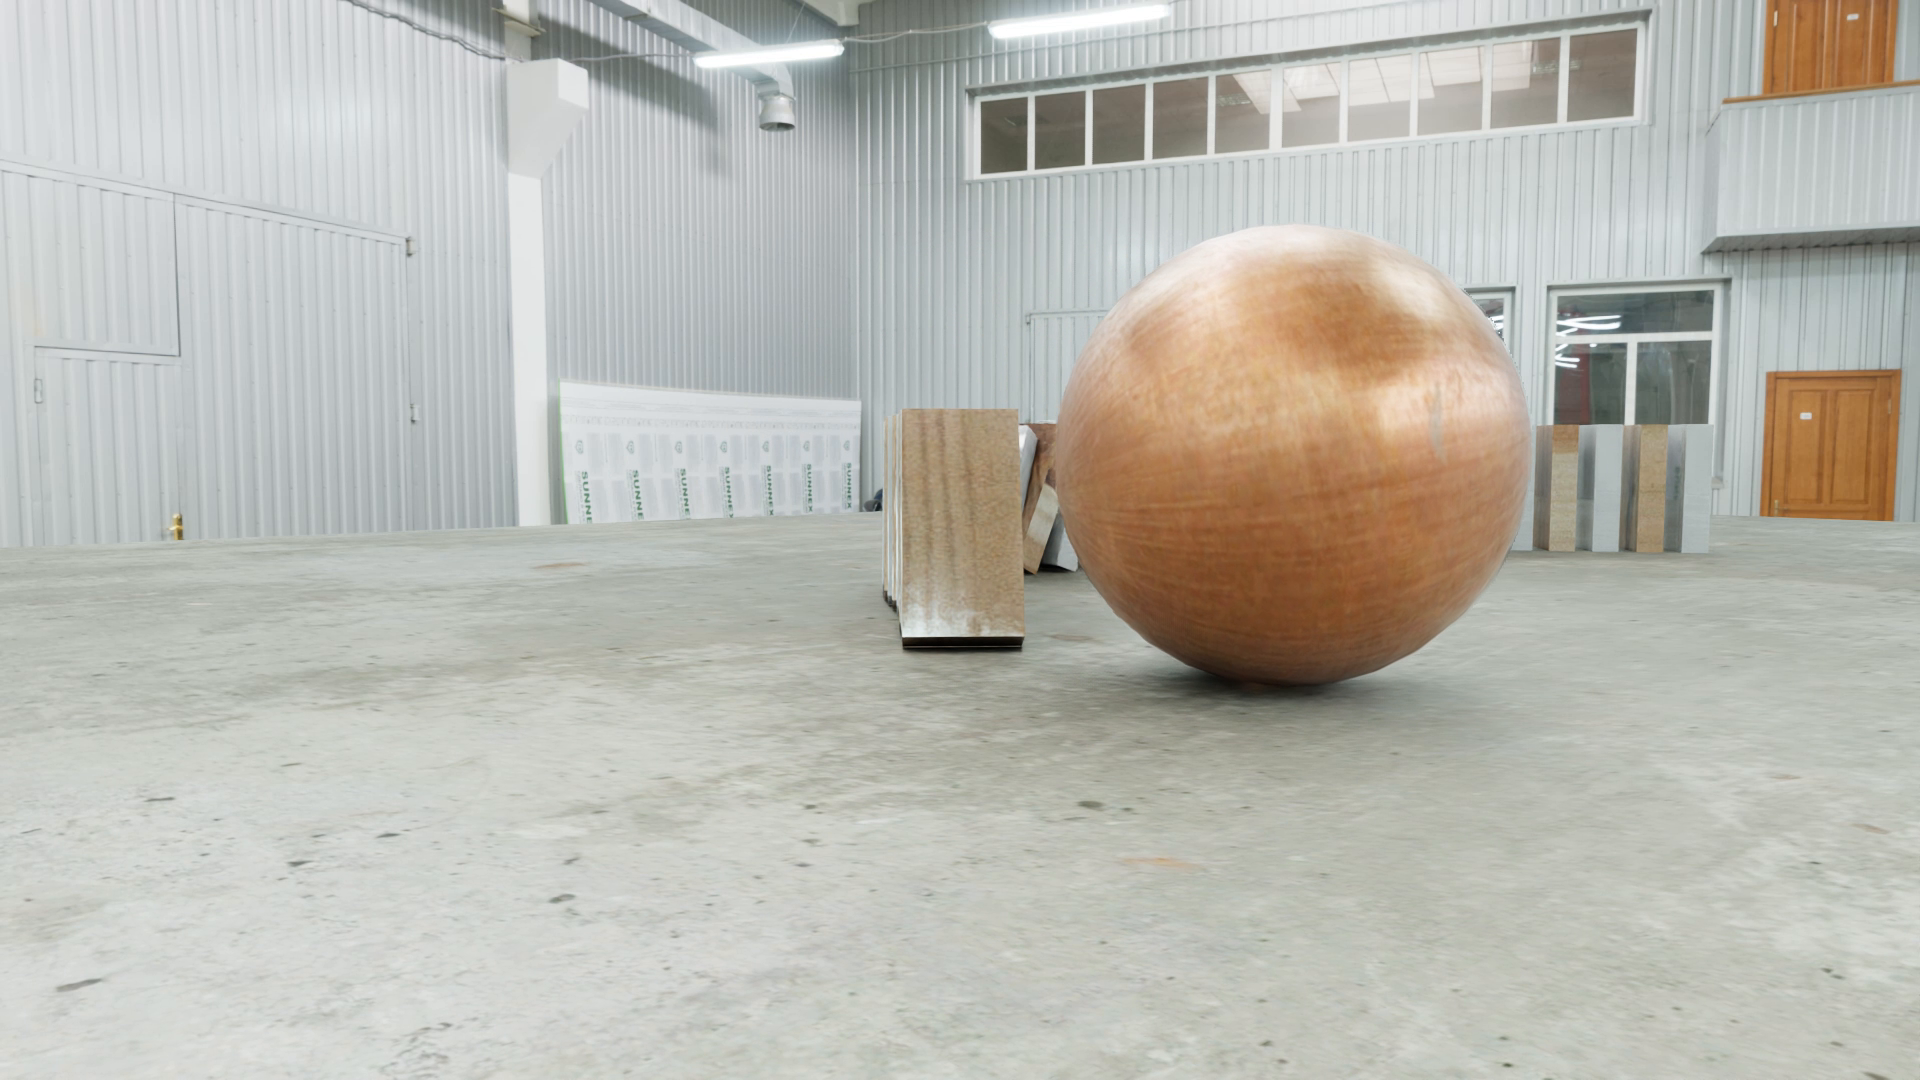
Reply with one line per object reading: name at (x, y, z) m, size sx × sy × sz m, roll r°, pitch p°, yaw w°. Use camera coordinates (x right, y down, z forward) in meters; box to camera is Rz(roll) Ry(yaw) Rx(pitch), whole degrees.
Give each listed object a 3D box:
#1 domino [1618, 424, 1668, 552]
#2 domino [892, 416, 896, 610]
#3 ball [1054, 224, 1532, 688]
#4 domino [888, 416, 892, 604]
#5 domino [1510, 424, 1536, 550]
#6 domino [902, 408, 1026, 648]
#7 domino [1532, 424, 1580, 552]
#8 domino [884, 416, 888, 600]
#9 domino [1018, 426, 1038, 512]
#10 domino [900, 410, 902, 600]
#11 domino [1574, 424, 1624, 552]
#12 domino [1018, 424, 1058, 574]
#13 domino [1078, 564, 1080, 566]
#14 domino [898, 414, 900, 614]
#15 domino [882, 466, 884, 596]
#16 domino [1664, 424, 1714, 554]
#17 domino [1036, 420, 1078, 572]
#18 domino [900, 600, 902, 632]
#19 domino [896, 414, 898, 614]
domino at (0.273, -0.021, 0.513) m, size 0.009 × 0.050 × 0.025 m, roll 1°, pitch 4°, yaw 11°
domino at (-0.005, -0.007, 0.333) m, size 0.025 × 0.050 × 0.009 m, roll 0°, pitch -17°, yaw -2°
ball at (0.056, -0.014, 0.225) m, size 0.080 × 0.080 × 0.080 m, roll 0°, pitch 4°, yaw 0°
domino at (-0.007, -0.008, 0.343) m, size 0.025 × 0.050 × 0.010 m, roll 0°, pitch -17°, yaw -2°
domino at (0.225, -0.022, 0.522) m, size 0.009 × 0.050 × 0.025 m, roll 1°, pitch 4°, yaw 8°
domino at (0.000, -0.003, 0.272) m, size 0.025 × 0.050 × 0.010 m, roll 0°, pitch -17°, yaw -2°
domino at (0.241, -0.021, 0.519) m, size 0.010 × 0.050 × 0.025 m, roll 1°, pitch 4°, yaw 10°
domino at (-0.008, -0.009, 0.354) m, size 0.025 × 0.050 × 0.010 m, roll 0°, pitch -18°, yaw -2°
domino at (0.008, -0.013, 0.420) m, size 0.025 × 0.050 × 0.010 m, roll 2°, pitch -24°, yaw 26°
domino at (0.000, -0.004, 0.282) m, size 0.025 × 0.050 × 0.010 m, roll 0°, pitch -17°, yaw -2°
domino at (0.257, -0.021, 0.516) m, size 0.010 × 0.050 × 0.025 m, roll 1°, pitch 4°, yaw 11°
domino at (0.021, -0.014, 0.428) m, size 0.009 × 0.050 × 0.025 m, roll 29°, pitch -15°, yaw -38°
domino at (0.042, -0.016, 0.446) m, size 0.025 × 0.050 × 0.010 m, roll 3°, pitch -8°, yaw 38°
domino at (-0.002, -0.006, 0.313) m, size 0.025 × 0.050 × 0.009 m, roll 0°, pitch -17°, yaw -2°
domino at (-0.009, -0.009, 0.366) m, size 0.025 × 0.050 × 0.009 m, roll 0°, pitch -22°, yaw -2°
domino at (0.289, -0.021, 0.510) m, size 0.009 × 0.050 × 0.025 m, roll 1°, pitch 4°, yaw 11°
domino at (0.033, -0.015, 0.436) m, size 0.009 × 0.050 × 0.025 m, roll 19°, pitch -9°, yaw -40°
domino at (-0.001, -0.004, 0.293) m, size 0.025 × 0.050 × 0.009 m, roll 0°, pitch -17°, yaw -2°
domino at (-0.003, -0.007, 0.323) m, size 0.025 × 0.050 × 0.009 m, roll 0°, pitch -17°, yaw -2°
